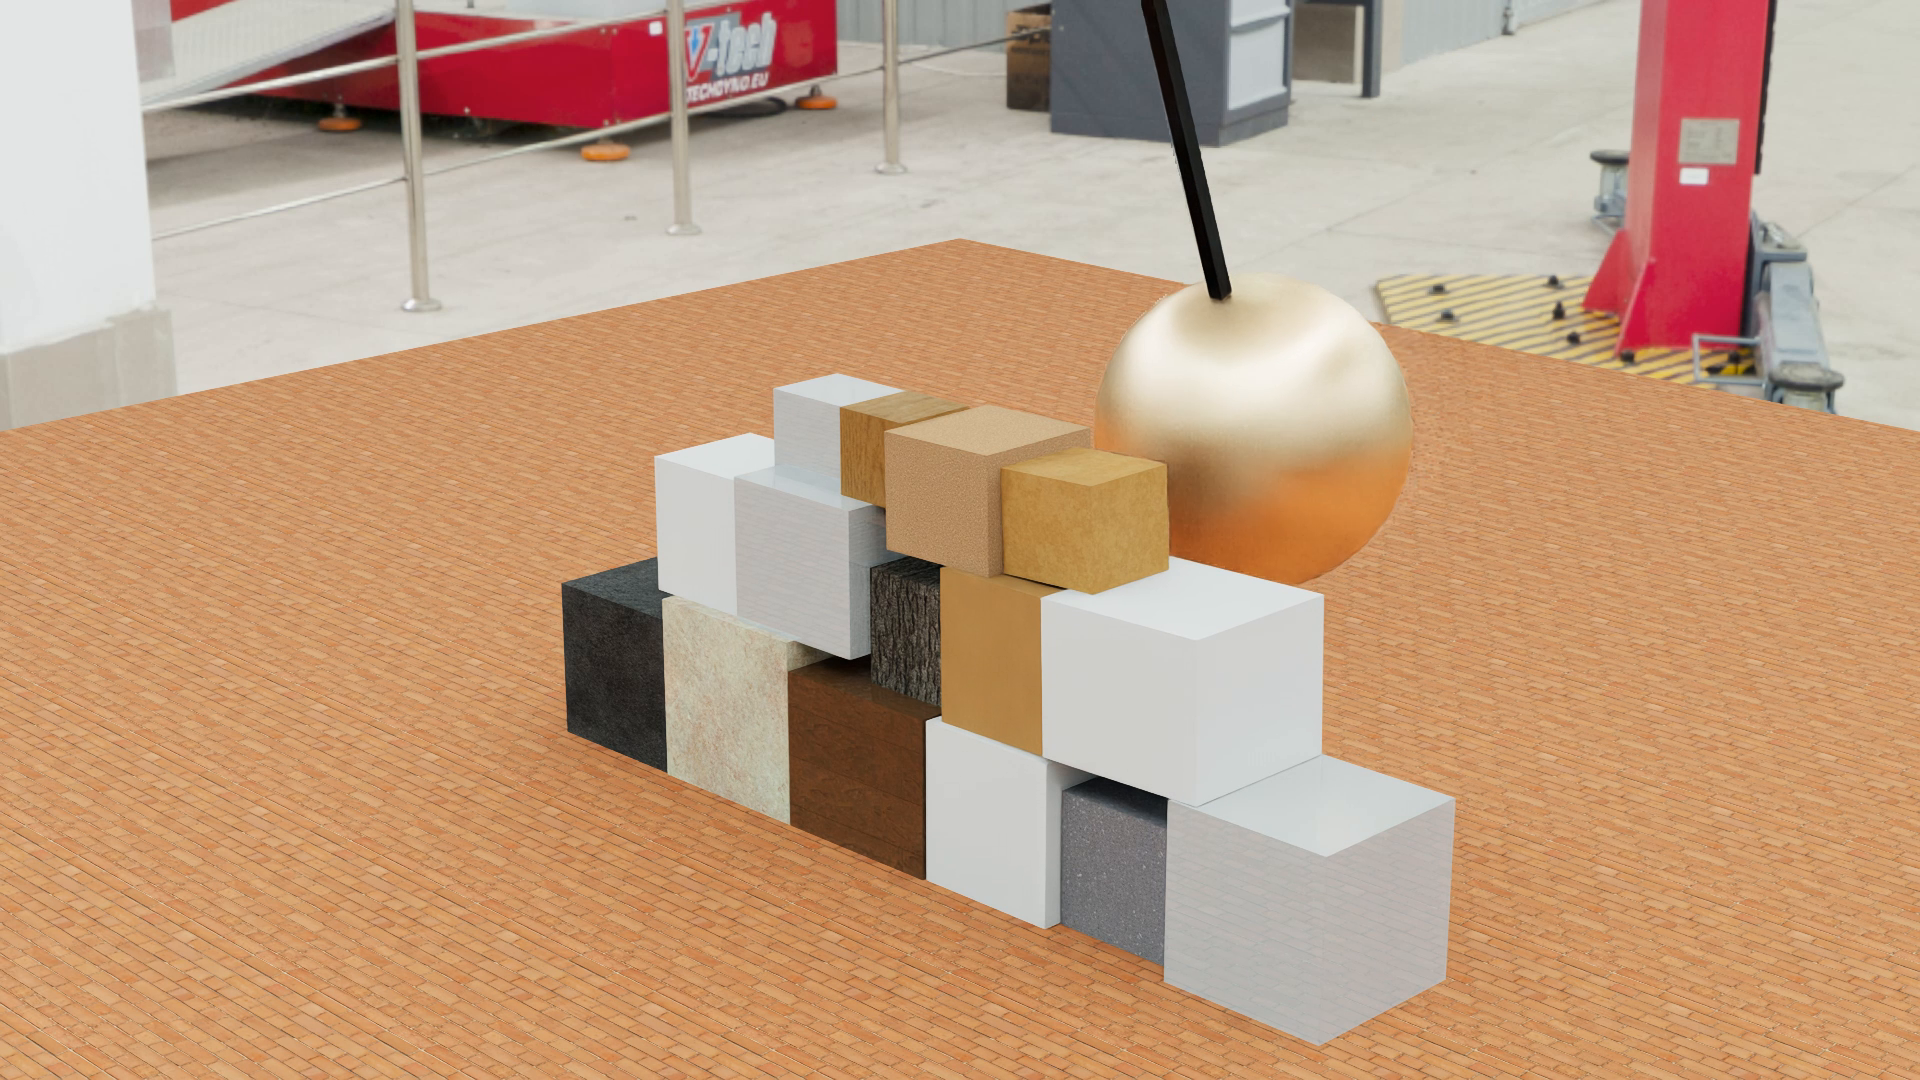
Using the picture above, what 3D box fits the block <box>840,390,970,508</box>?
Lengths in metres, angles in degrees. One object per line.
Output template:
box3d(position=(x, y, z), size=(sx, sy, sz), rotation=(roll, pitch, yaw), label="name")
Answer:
box3d(position=(-0.254, -0.412, 13.490), size=(0.434, 0.419, 0.402), rotation=(-17, 24, -42), label="block")

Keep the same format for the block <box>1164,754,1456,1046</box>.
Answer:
box3d(position=(1.460, 1.470, 12.286), size=(0.860, 0.829, 0.831), rotation=(-17, 24, -42), label="block")

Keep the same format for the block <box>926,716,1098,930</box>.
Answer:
box3d(position=(0.398, 1.177, 13.304), size=(0.813, 0.778, 0.745), rotation=(-17, 24, -42), label="block")

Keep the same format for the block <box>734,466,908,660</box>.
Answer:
box3d(position=(-0.535, 0.052, 13.907), size=(0.713, 0.717, 0.794), rotation=(-17, 24, -42), label="block")

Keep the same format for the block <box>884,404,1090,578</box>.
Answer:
box3d(position=(0.126, -0.231, 13.162), size=(0.662, 0.550, 0.643), rotation=(-17, 23, -42), label="block")

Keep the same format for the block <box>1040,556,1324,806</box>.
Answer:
box3d(position=(0.951, 0.585, 12.544), size=(0.828, 0.721, 0.869), rotation=(-17, 22, -42), label="block")

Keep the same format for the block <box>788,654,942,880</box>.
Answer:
box3d(position=(-0.189, 0.997, 13.868), size=(0.848, 0.783, 0.902), rotation=(-17, 24, -42), label="block")

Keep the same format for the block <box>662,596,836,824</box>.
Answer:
box3d(position=(-0.846, 0.738, 14.457), size=(0.820, 0.922, 0.911), rotation=(-17, 24, -42), label="block")

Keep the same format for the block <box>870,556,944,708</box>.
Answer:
box3d(position=(-0.039, 0.404, 13.511), size=(0.486, 0.561, 0.571), rotation=(-17, 24, -42), label="block")

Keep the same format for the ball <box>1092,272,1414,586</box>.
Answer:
box3d(position=(1.467, -0.540, 14.710), size=(1.600, 1.600, 1.600), rotation=(0, 17, 0), label="ball")

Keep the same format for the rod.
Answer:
box3d(position=(0.636, -3.334, 12.960), size=(0.080, 5.200, 0.080), rotation=(17, 44, 42), label="rod")

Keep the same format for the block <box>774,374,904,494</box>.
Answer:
box3d(position=(-0.565, -0.504, 13.782), size=(0.409, 0.419, 0.471), rotation=(-17, 24, -42), label="block")

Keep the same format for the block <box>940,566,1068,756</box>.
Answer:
box3d(position=(0.390, 0.463, 13.058), size=(0.683, 0.723, 0.659), rotation=(-17, 23, -42), label="block")

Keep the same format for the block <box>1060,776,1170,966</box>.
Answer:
box3d(position=(0.908, 1.401, 12.830), size=(0.622, 0.635, 0.691), rotation=(-17, 24, -42), label="block")

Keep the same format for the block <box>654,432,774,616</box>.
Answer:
box3d(position=(-1.051, -0.081, 14.389), size=(0.618, 0.682, 0.622), rotation=(-17, 24, -42), label="block")

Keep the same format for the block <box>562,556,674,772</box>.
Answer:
box3d(position=(-1.470, 0.610, 15.054), size=(0.780, 0.810, 0.812), rotation=(-17, 24, -42), label="block")

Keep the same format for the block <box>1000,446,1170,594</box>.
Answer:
box3d(position=(0.545, -0.092, 12.764), size=(0.489, 0.475, 0.531), rotation=(-17, 21, -42), label="block")
